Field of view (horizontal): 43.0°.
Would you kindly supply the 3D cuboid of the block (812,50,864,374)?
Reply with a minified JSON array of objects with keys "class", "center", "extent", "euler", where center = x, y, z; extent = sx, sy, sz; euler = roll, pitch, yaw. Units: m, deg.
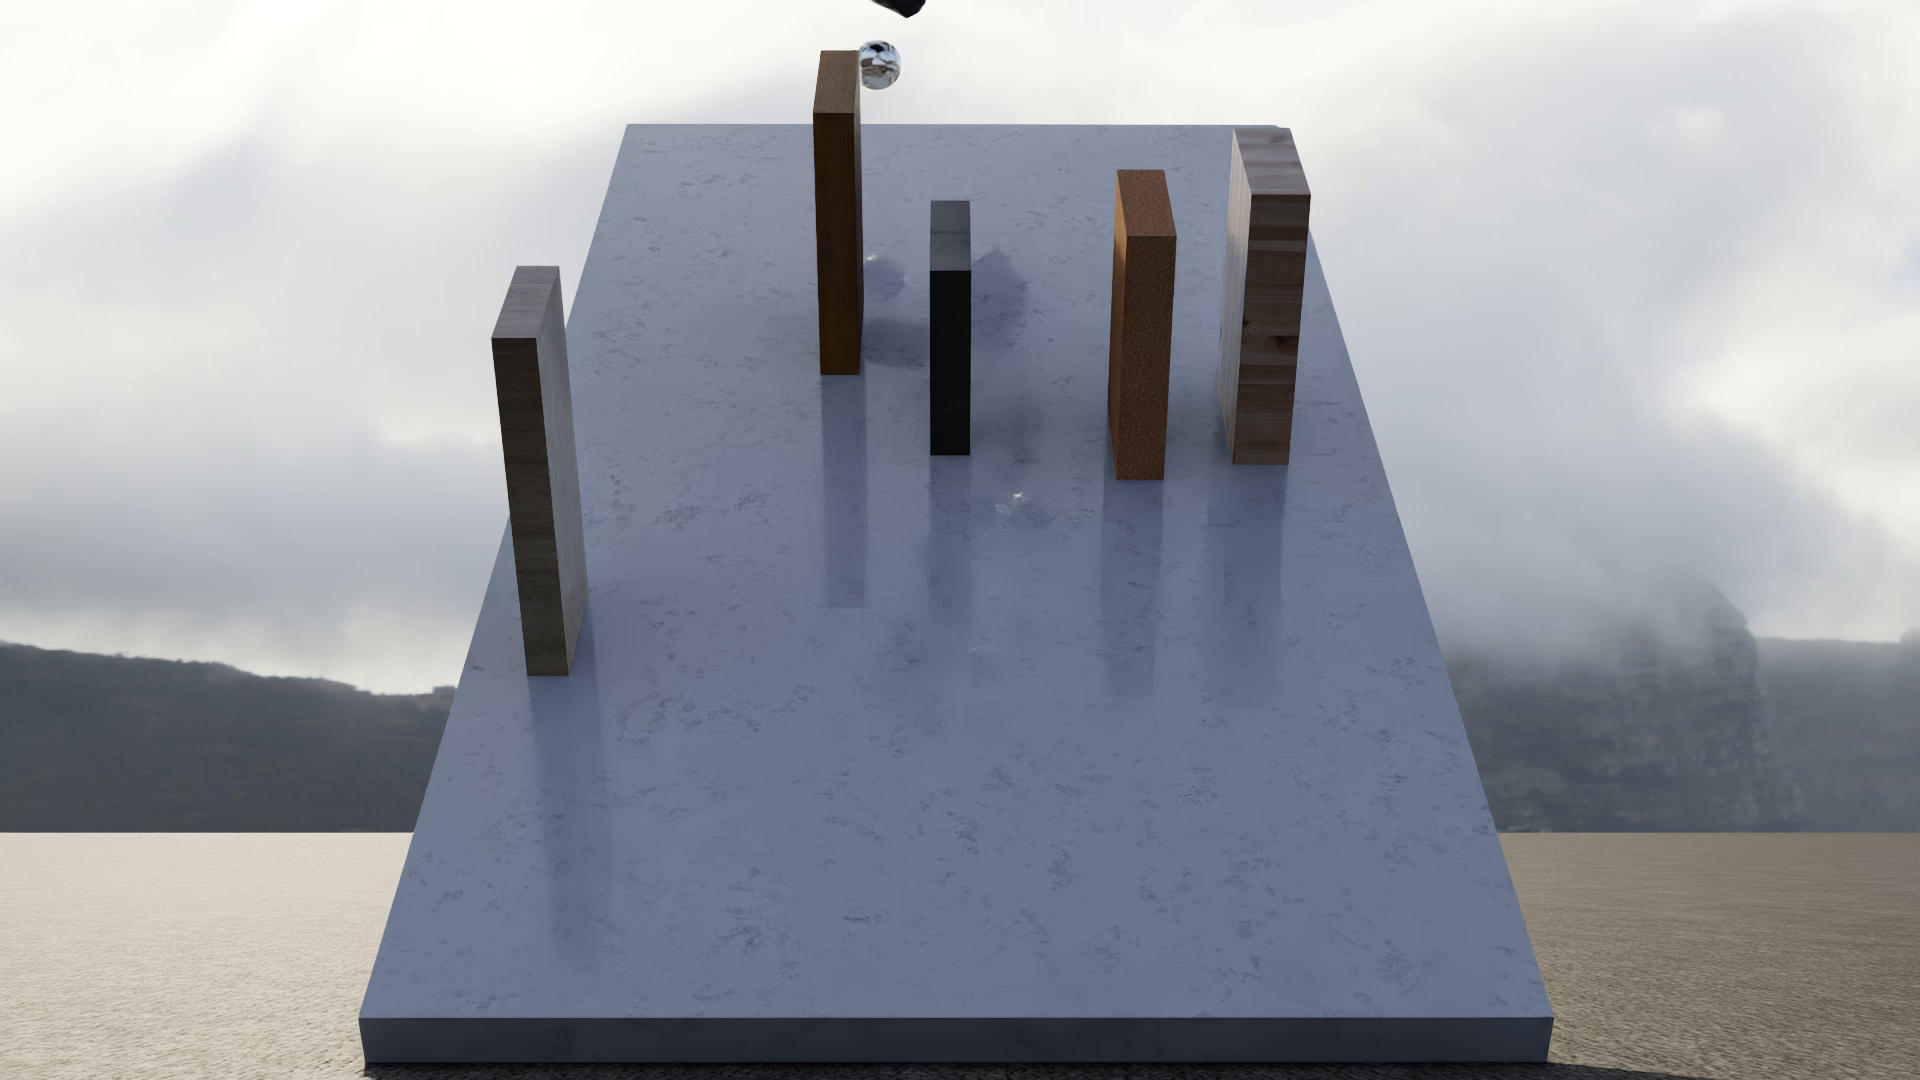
[{"class":"block","center":[-0.299,-0.815,6.059],"extent":[0.096,0.689,0.423],"euler":[0,31,0]}]

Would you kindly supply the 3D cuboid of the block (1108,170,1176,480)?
[{"class":"block","center":[0.415,-0.497,5.615],"extent":[0.109,0.611,0.372],"euler":[0,31,0]}]

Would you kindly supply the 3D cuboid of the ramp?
[{"class":"ramp","center":[-0.014,-0.198,5.805],"extent":[2.000,0.100,4.000],"euler":[0,31,0]}]

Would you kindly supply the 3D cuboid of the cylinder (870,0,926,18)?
[{"class":"cylinder","center":[-0.188,-1.585,6.913],"extent":[0.155,0.155,0.155],"euler":[30,8,27]}]

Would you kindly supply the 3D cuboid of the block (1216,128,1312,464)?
[{"class":"block","center":[0.701,-0.567,5.669],"extent":[0.131,0.679,0.391],"euler":[0,31,0]}]

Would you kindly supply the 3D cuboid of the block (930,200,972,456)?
[{"class":"block","center":[-0.023,-0.504,5.755],"extent":[0.093,0.475,0.393],"euler":[0,31,0]}]

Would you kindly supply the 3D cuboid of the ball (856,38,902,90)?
[{"class":"ball","center":[-0.239,-1.370,7.013],"extent":[0.146,0.146,0.146],"euler":[0,-7,0]}]

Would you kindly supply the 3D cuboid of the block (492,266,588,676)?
[{"class":"block","center":[-0.833,-0.133,4.864],"extent":[0.084,0.762,0.318],"euler":[0,31,0]}]
